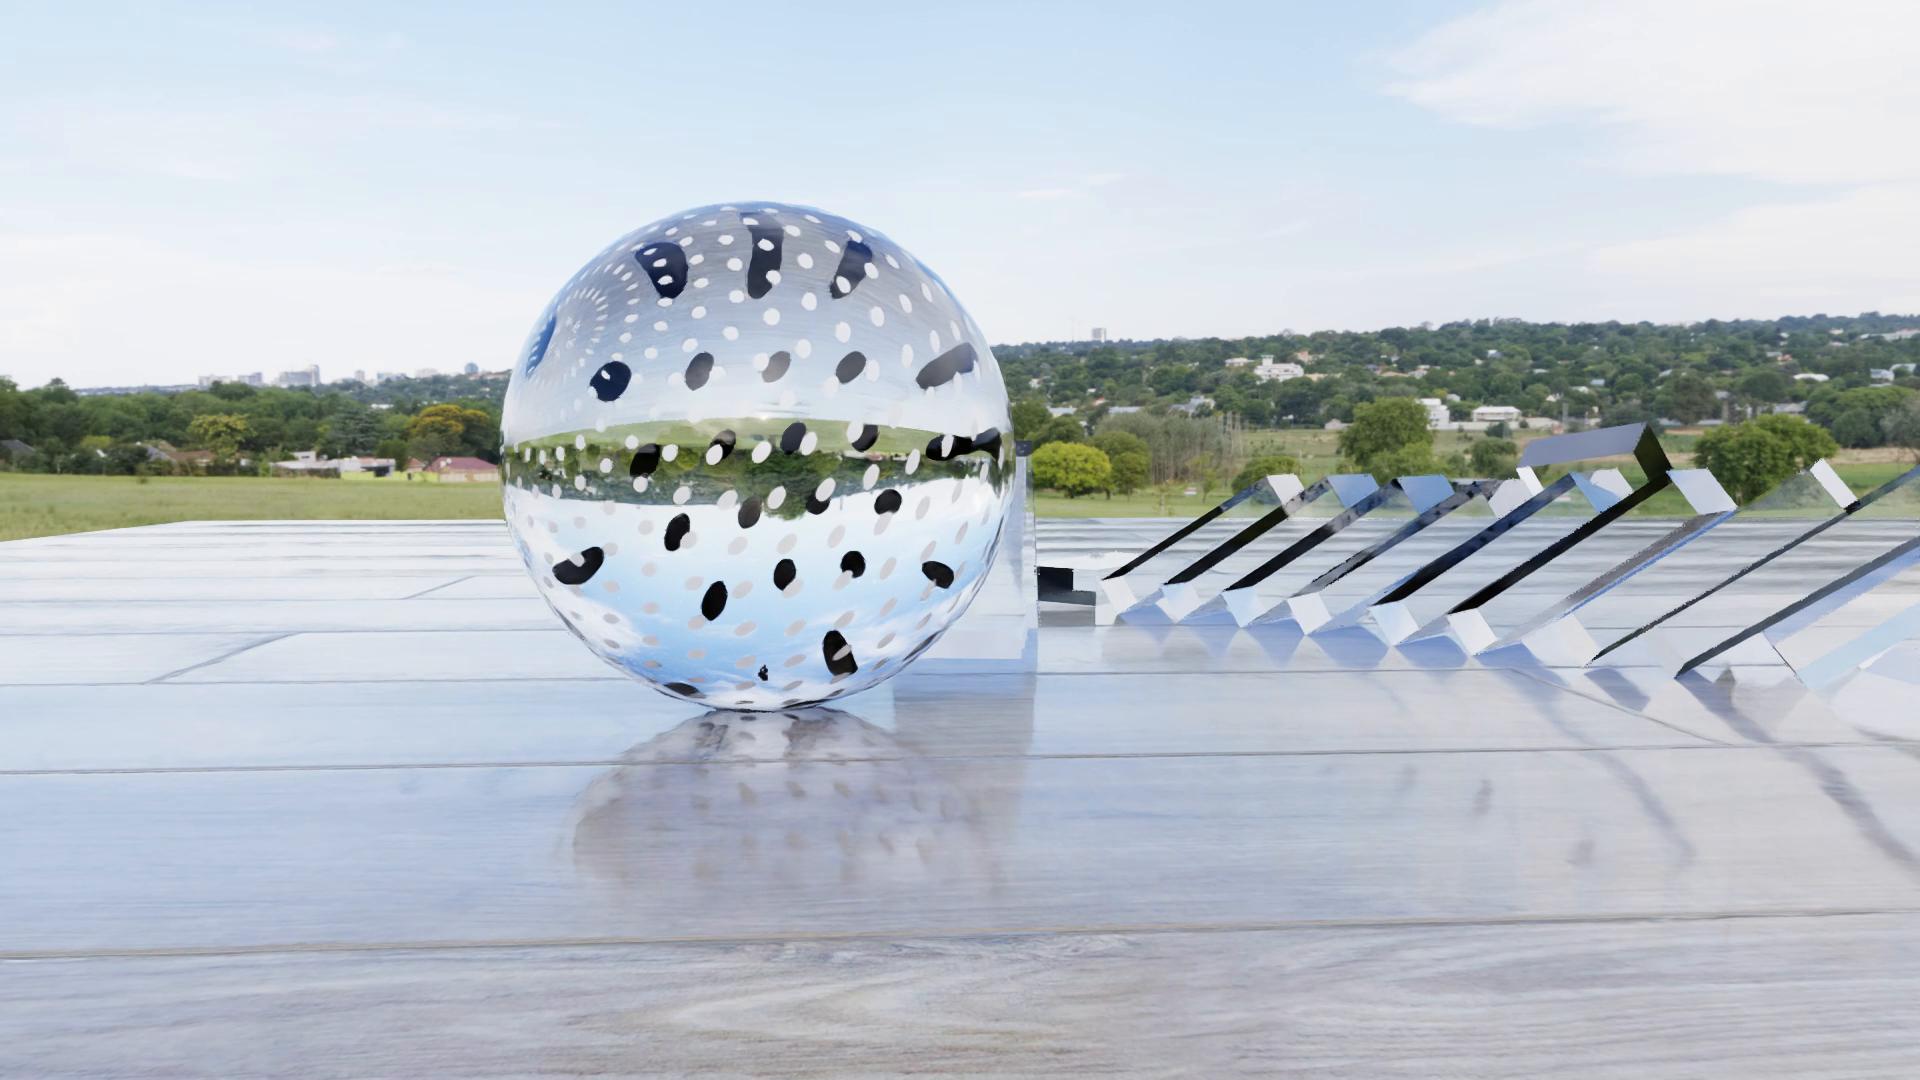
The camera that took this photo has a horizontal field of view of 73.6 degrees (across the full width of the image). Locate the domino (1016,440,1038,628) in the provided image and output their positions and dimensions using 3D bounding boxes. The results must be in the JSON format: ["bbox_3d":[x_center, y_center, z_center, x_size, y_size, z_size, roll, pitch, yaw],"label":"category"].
[{"bbox_3d":[0.005,-0.002,0.306,0.025,0.050,0.009,-1,-39,2],"label":"domino"}]

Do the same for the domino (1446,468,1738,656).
[{"bbox_3d":[0.124,0.005,0.253,0.025,0.009,0.050,-5,-30,-45],"label":"domino"}]

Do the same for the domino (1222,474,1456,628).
[{"bbox_3d":[0.087,0.003,0.292,0.025,0.010,0.050,-5,-27,-47],"label":"domino"}]

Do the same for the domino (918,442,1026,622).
[{"bbox_3d":[0.004,-0.003,0.319,0.025,0.050,0.009,0,-39,3],"label":"domino"}]

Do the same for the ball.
[{"bbox_3d":[-0.031,-0.013,0.204,0.080,0.080,0.080,0,4,0],"label":"ball"}]

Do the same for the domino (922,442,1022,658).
[{"bbox_3d":[0.000,0.001,0.267,0.025,0.050,0.009,0,-39,3],"label":"domino"}]

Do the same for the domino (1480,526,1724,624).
[{"bbox_3d":[0.151,0.008,0.305,0.050,0.009,0.025,2,-32,25],"label":"domino"}]

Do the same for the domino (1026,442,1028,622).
[{"bbox_3d":[0.003,-0.001,0.293,0.025,0.050,0.009,0,-39,3],"label":"domino"}]

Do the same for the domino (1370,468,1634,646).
[{"bbox_3d":[0.112,0.004,0.265,0.025,0.009,0.050,-5,-29,-44],"label":"domino"}]

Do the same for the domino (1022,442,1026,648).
[{"bbox_3d":[0.002,0.000,0.280,0.025,0.050,0.009,0,-39,3],"label":"domino"}]

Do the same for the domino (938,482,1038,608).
[{"bbox_3d":[0.007,0.000,0.352,0.025,0.009,0.050,-3,30,0],"label":"domino"}]

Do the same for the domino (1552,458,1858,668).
[{"bbox_3d":[0.137,0.004,0.238,0.050,0.009,0.025,-42,-18,34],"label":"domino"}]

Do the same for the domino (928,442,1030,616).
[{"bbox_3d":[0.005,-0.004,0.332,0.025,0.050,0.010,0,-39,3],"label":"domino"}]

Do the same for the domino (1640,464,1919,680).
[{"bbox_3d":[0.150,0.006,0.230,0.050,0.009,0.025,-42,-18,33],"label":"domino"}]

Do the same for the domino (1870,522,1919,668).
[{"bbox_3d":[0.199,0.004,0.248,0.050,0.009,0.025,-48,29,-24],"label":"domino"}]

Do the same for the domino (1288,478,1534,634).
[{"bbox_3d":[0.099,0.004,0.281,0.025,0.009,0.050,-4,-27,-46],"label":"domino"}]

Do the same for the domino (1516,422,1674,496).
[{"bbox_3d":[0.144,-0.002,0.276,0.025,0.050,0.009,-8,37,54],"label":"domino"}]

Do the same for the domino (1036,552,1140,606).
[{"bbox_3d":[0.041,0.011,0.364,0.025,0.009,0.050,3,5,38],"label":"domino"}]

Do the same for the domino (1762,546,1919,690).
[{"bbox_3d":[0.166,0.006,0.222,0.050,0.009,0.025,-40,-10,24],"label":"domino"}]

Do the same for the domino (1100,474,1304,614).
[{"bbox_3d":[0.062,0.001,0.321,0.050,0.009,0.025,-35,-13,27],"label":"domino"}]

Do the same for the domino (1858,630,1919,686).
[{"bbox_3d":[0.185,0.006,0.226,0.050,0.009,0.025,-41,2,4],"label":"domino"}]

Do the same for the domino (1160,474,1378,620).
[{"bbox_3d":[0.075,0.002,0.305,0.025,0.009,0.050,-5,-27,-50],"label":"domino"}]

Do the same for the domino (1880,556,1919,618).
[{"bbox_3d":[0.217,0.013,0.274,0.050,0.009,0.025,-4,29,-46],"label":"domino"}]

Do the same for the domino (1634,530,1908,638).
[{"bbox_3d":[0.190,0.009,0.303,0.025,0.009,0.050,30,-5,-17],"label":"domino"}]
